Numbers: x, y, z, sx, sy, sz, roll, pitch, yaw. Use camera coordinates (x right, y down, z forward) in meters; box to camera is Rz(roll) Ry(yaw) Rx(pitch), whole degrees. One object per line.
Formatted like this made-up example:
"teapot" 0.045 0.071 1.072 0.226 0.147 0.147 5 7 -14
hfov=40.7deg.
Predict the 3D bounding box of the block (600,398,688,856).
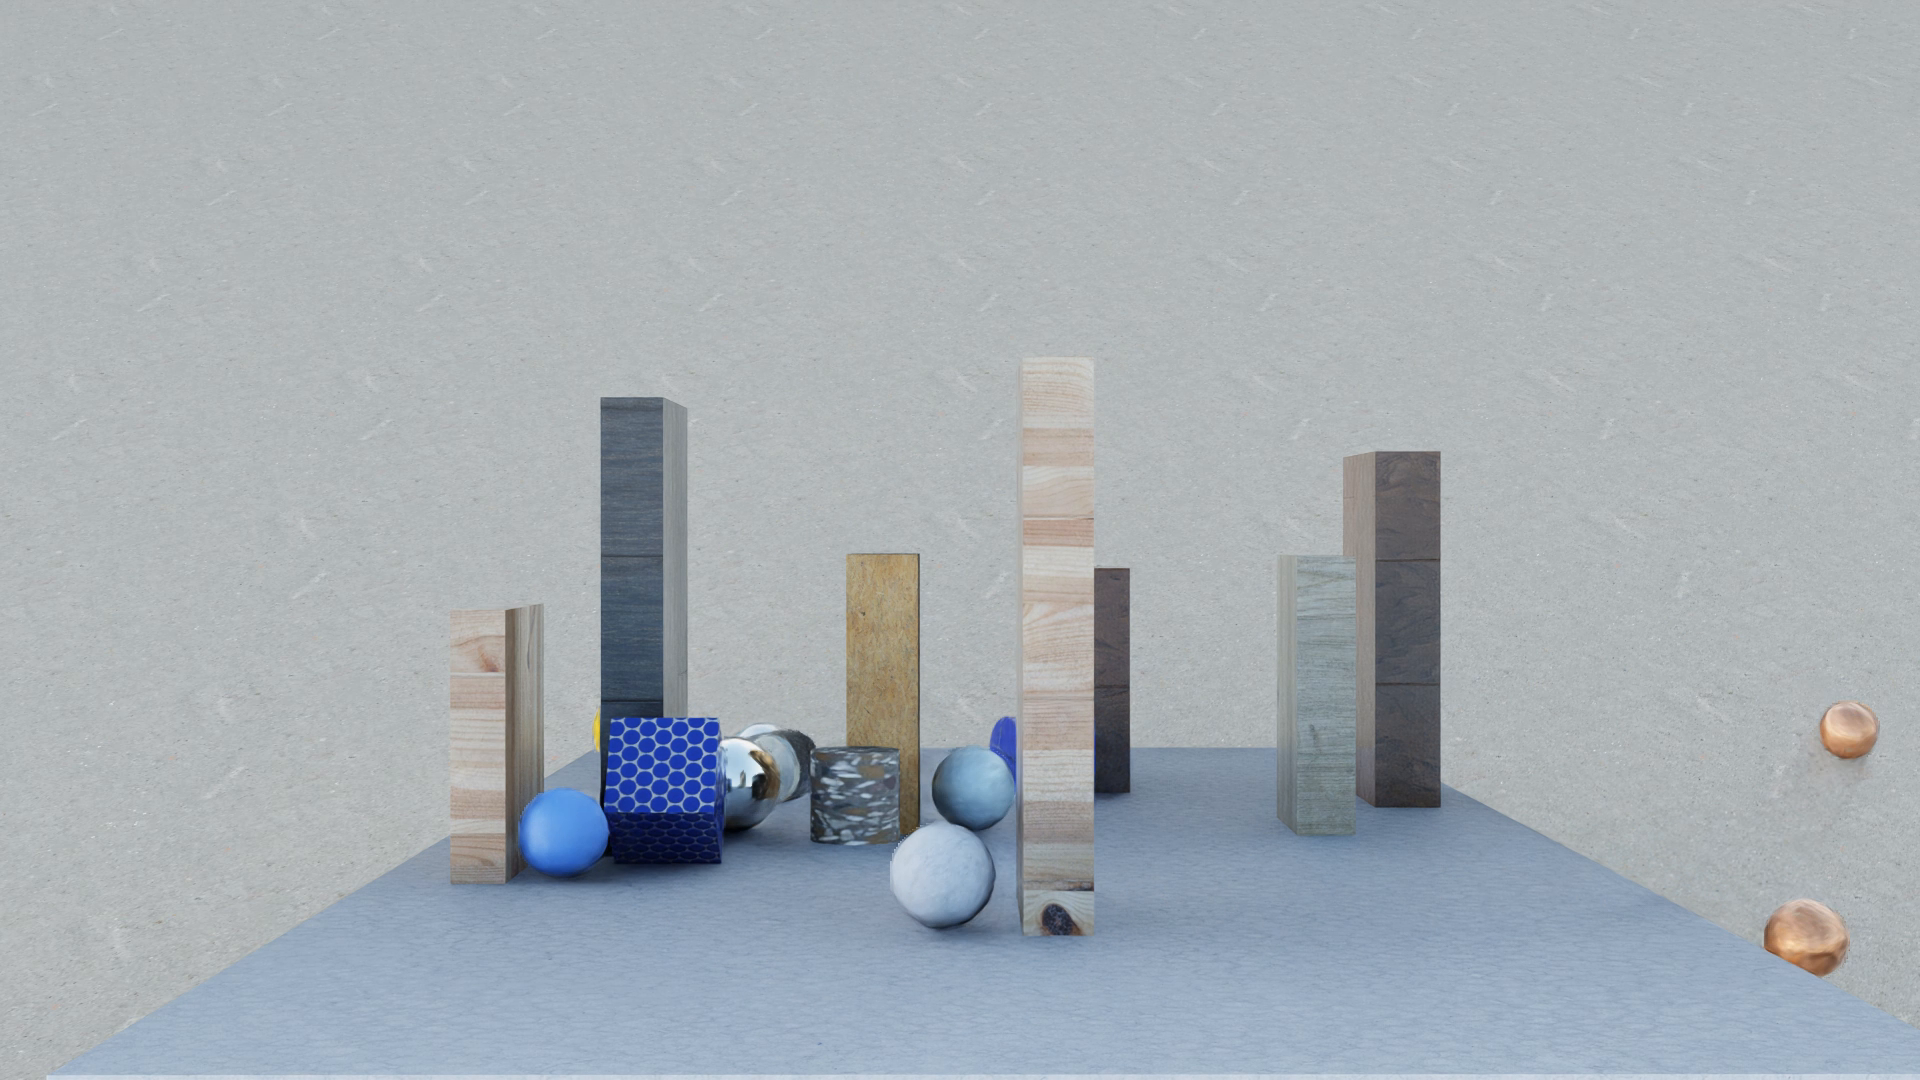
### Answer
"block" -0.561 0.148 4.619 0.107 0.785 0.396 0 0 0

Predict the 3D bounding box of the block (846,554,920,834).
"block" -0.143 0.283 4.875 0.131 0.513 0.270 0 0 0

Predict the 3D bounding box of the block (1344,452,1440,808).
"block" 0.900 0.179 5.412 0.132 0.716 0.434 0 0 0

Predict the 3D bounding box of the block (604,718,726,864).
"block" -0.488 0.417 4.299 0.178 0.178 0.178 0 55 -1

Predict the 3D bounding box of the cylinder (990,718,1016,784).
"cylinder" 0.172 0.456 5.489 0.163 0.163 0.163 0 27 -26

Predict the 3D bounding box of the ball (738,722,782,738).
"ball" -0.434 0.468 5.669 0.137 0.137 0.137 0 29 0

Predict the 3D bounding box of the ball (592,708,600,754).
"ball" -0.743 0.437 5.932 0.199 0.199 0.199 0 29 0

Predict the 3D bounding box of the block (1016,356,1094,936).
"block" 0.135 0.145 3.741 0.097 0.795 0.383 0 0 0

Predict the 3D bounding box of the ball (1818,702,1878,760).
"ball" 2.314 0.497 6.735 0.148 0.148 0.148 0 29 0

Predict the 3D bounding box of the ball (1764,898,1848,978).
"ball" 1.449 0.685 4.435 0.138 0.138 0.138 0 29 0

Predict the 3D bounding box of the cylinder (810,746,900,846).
"cylinder" -0.189 0.459 4.659 0.162 0.162 0.162 0 0 0

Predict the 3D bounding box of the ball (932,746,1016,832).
"ball" 0.025 0.462 4.795 0.155 0.155 0.155 0 29 0

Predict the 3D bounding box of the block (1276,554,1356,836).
"block" 0.669 0.284 4.871 0.107 0.510 0.299 0 0 0

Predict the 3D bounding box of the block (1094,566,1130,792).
"block" 0.314 0.298 5.642 0.094 0.477 0.293 0 0 0

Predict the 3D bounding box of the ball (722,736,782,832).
"ball" -0.419 0.451 4.783 0.176 0.176 0.176 0 29 0

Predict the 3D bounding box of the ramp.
"ramp" 0.066 0.590 4.642 2.000 0.100 4.000 0 0 0

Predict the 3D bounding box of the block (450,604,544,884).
"block" -0.760 0.325 4.268 0.087 0.432 0.380 0 0 0

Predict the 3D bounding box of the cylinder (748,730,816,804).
"cylinder" -0.378 0.465 5.280 0.147 0.147 0.147 11 4 18

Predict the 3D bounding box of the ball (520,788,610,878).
"ball" -0.635 0.470 4.147 0.143 0.143 0.143 0 29 0

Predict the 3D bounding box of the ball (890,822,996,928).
"ball" -0.024 0.470 3.624 0.146 0.146 0.146 0 29 0
